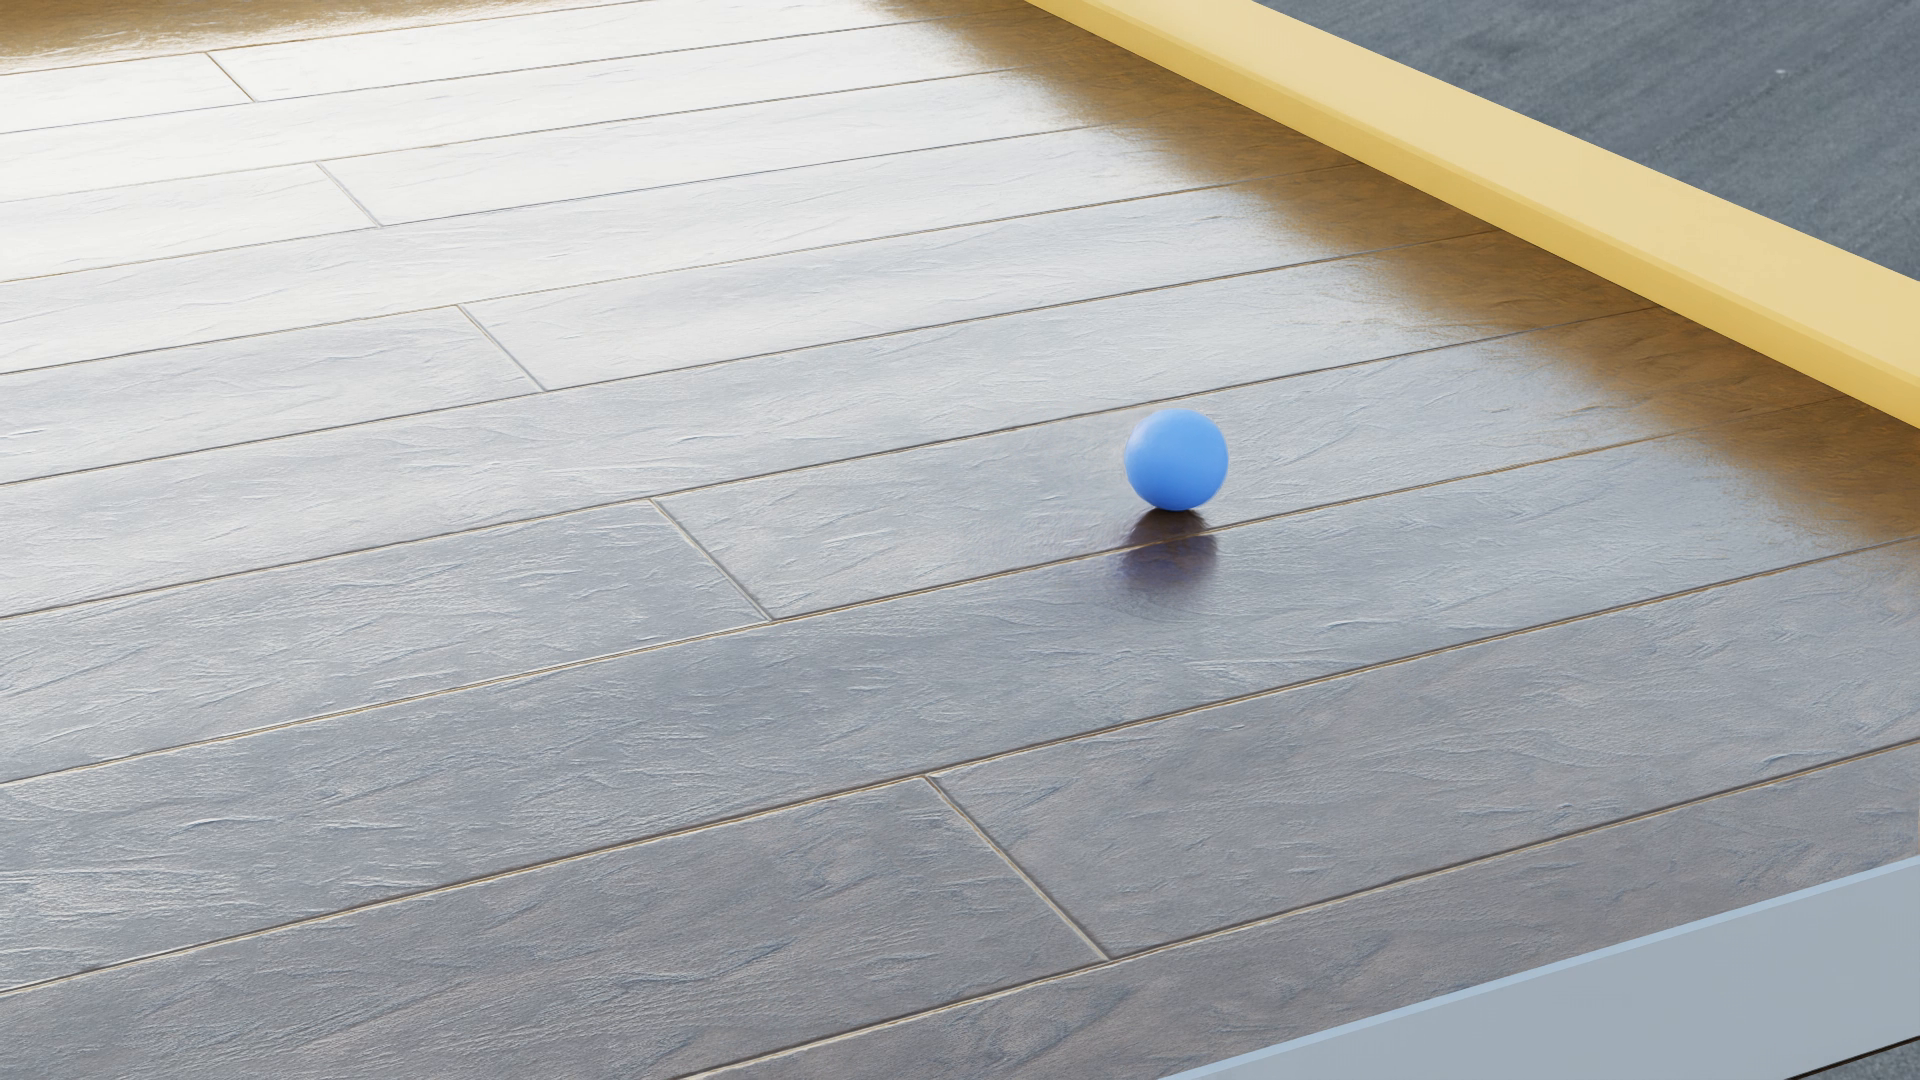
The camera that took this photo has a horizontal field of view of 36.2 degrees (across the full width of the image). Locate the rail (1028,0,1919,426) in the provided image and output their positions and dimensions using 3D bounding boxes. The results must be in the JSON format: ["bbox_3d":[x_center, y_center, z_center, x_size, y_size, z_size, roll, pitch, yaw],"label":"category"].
[{"bbox_3d":[0.415,-0.449,3.084,0.045,0.120,3.018,-11,27,-24],"label":"rail"}]

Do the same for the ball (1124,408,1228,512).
[{"bbox_3d":[0.167,-0.062,2.282,0.080,0.080,0.080,0,24,0],"label":"ball"}]

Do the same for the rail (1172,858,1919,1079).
[{"bbox_3d":[0.323,0.253,1.535,1.716,0.120,0.045,-11,27,-24],"label":"rail"}]
